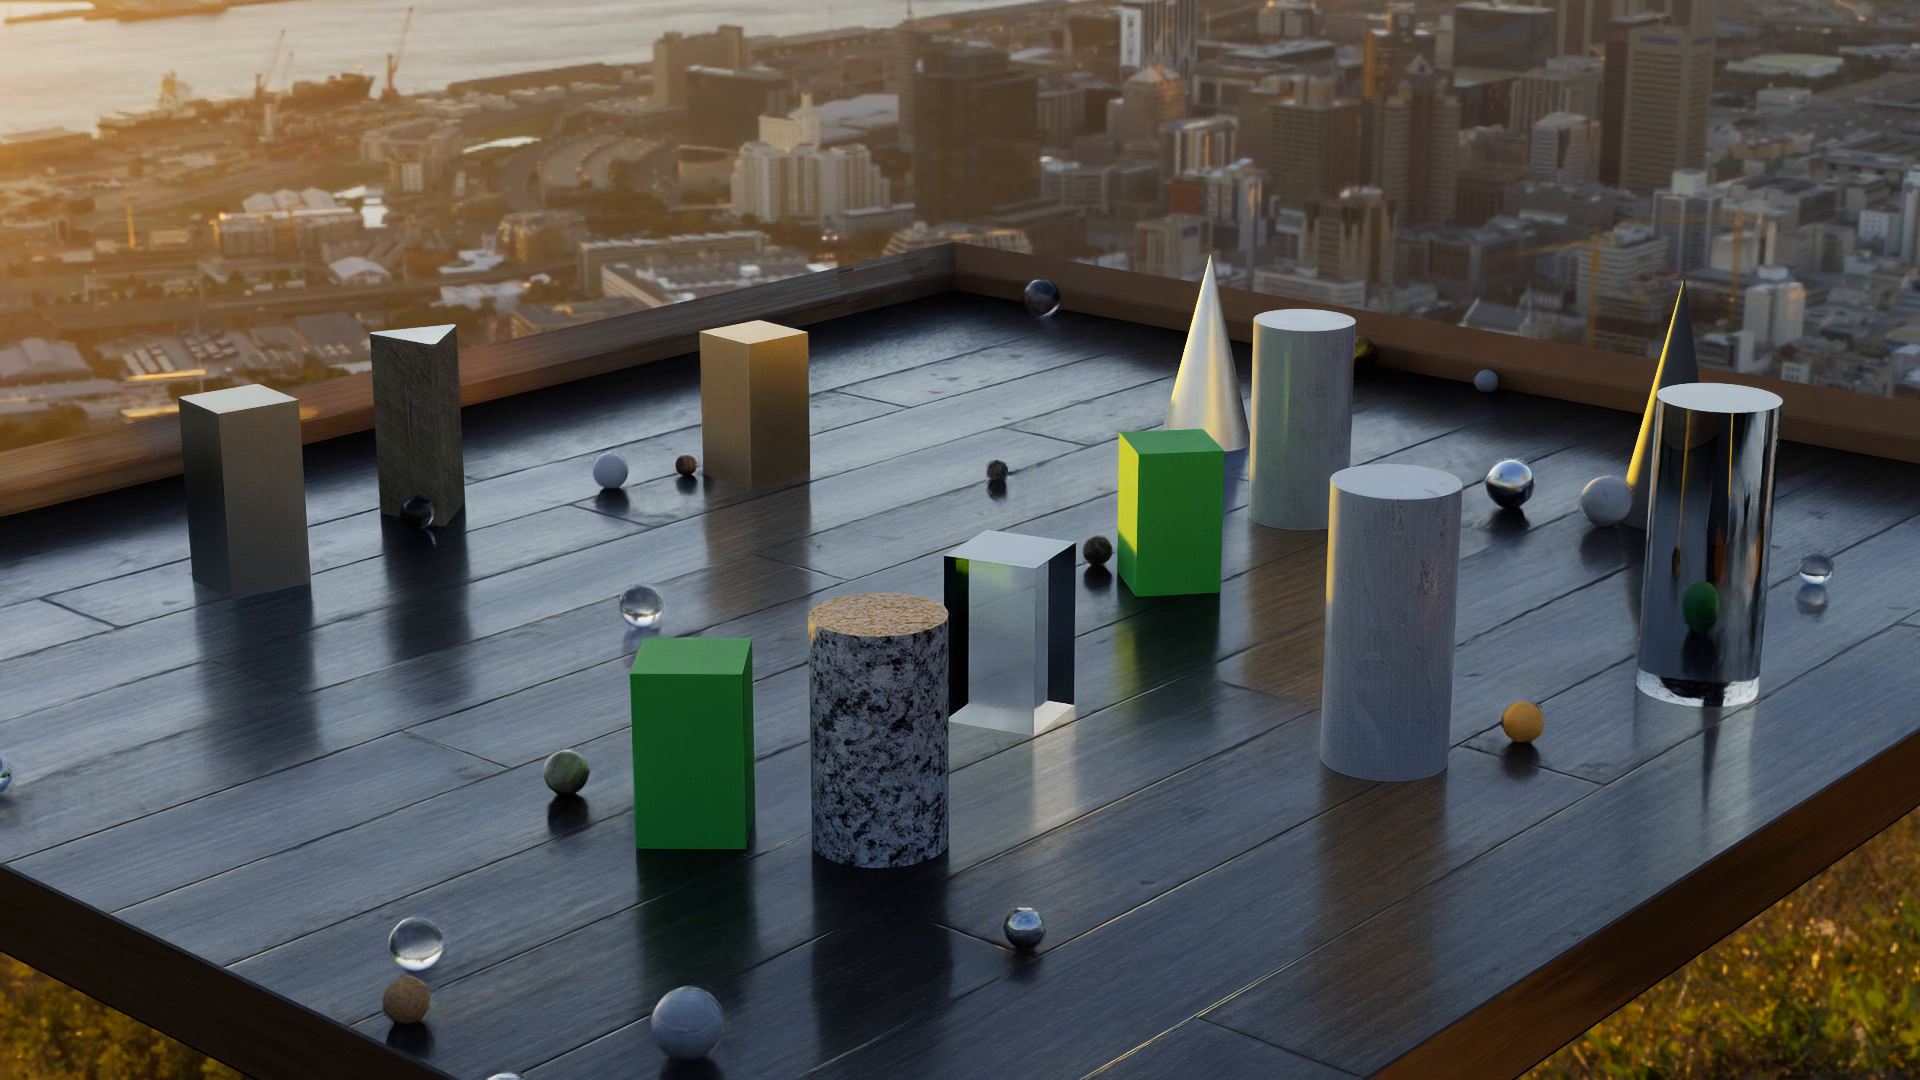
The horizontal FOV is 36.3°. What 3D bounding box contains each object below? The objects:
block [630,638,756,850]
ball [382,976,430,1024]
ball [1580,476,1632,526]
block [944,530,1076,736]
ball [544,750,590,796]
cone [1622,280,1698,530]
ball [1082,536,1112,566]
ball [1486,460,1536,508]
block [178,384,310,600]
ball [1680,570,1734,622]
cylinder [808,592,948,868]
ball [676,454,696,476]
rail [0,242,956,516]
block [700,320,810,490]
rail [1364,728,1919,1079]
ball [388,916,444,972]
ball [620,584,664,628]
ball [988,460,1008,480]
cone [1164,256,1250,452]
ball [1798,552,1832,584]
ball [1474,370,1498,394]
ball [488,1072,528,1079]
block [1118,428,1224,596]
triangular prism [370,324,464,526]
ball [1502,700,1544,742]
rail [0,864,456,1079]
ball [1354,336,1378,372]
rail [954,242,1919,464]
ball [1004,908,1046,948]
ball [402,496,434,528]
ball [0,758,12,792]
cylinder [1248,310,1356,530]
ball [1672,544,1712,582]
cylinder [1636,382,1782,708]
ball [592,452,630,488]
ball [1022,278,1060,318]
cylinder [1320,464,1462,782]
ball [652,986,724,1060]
[{"bbox_3d":[-0.369,0.281,4.069,0.152,0.255,0.152,0,17,1],"label":"block"},{"bbox_3d":[-0.663,0.551,3.516,0.057,0.057,0.057,0,17,0],"label":"ball"},{"bbox_3d":[1.215,-0.072,5.516,0.095,0.095,0.095,0,17,0],"label":"ball"},{"bbox_3d":[0.077,0.141,4.513,0.152,0.266,0.152,8,19,25],"label":"block"},{"bbox_3d":[-0.566,0.335,4.219,0.065,0.065,0.065,0,17,0],"label":"ball"},{"bbox_3d":[1.344,-0.266,5.508,0.190,0.469,0.190,0,17,0],"label":"cone"},{"bbox_3d":[0.248,0.019,5.283,0.054,0.054,0.054,0,17,0],"label":"ball"},{"bbox_3d":[1.058,-0.107,5.634,0.093,0.093,0.093,0,17,0],"label":"ball"},{"bbox_3d":[-1.255,-0.086,5.149,0.152,0.334,0.152,-14,22,-38],"label":"block"},{"bbox_3d":[1.269,0.094,4.978,0.087,0.087,0.087,0,17,0],"label":"ball"},{"bbox_3d":[-0.110,0.258,4.013,0.190,0.331,0.190,0,17,0],"label":"cylinder"},{"bbox_3d":[-0.548,-0.151,5.866,0.043,0.043,0.043,0,17,0],"label":"ball"},{"bbox_3d":[-1.256,-0.285,6.165,0.045,0.123,3.841,14,22,39],"label":"rail"},{"bbox_3d":[-0.407,-0.270,5.828,0.152,0.293,0.152,-15,23,-41],"label":"block"},{"bbox_3d":[1.256,0.346,4.076,0.045,0.123,3.841,14,22,39],"label":"rail"},{"bbox_3d":[-0.678,0.503,3.655,0.068,0.068,0.068,0,17,0],"label":"ball"},{"bbox_3d":[-0.537,0.112,4.945,0.073,0.073,0.073,0,17,0],"label":"ball"},{"bbox_3d":[0.074,-0.138,5.827,0.040,0.040,0.040,0,17,0],"label":"ball"},{"bbox_3d":[0.514,-0.397,6.072,0.190,0.395,0.190,0,17,0],"label":"cone"},{"bbox_3d":[1.510,0.051,5.175,0.056,0.056,0.056,0,17,0],"label":"ball"},{"bbox_3d":[1.170,-0.352,6.514,0.053,0.053,0.053,0,17,0],"label":"ball"},{"bbox_3d":[-0.502,0.626,3.243,0.073,0.073,0.073,0,17,0],"label":"ball"},{"bbox_3d":[0.369,-0.049,5.158,0.152,0.257,0.152,-3,17,-9],"label":"block"},{"bbox_3d":[-1.002,-0.225,5.576,0.164,0.351,0.142,11,20,33],"label":"triangular prism"},{"bbox_3d":[0.849,0.274,4.423,0.063,0.063,0.063,0,17,0],"label":"ball"},{"bbox_3d":[-1.244,0.445,3.749,3.375,0.123,0.045,14,22,39],"label":"rail"},{"bbox_3d":[0.911,-0.424,6.697,0.084,0.084,0.084,0,17,0],"label":"ball"},{"bbox_3d":[1.244,-0.383,6.492,3.375,0.123,0.045,14,22,39],"label":"rail"},{"bbox_3d":[0.082,0.492,3.720,0.052,0.052,0.052,0,17,0],"label":"ball"},{"bbox_3d":[-1.017,-0.052,5.504,0.062,0.062,0.062,0,17,0],"label":"ball"},{"bbox_3d":[-1.395,0.339,4.222,0.056,0.056,0.056,0,17,0],"label":"ball"},{"bbox_3d":[0.644,-0.229,5.536,0.190,0.382,0.190,0,17,0],"label":"cylinder"},{"bbox_3d":[1.295,0.042,5.183,0.069,0.069,0.069,0,17,0],"label":"ball"},{"bbox_3d":[1.173,0.007,4.598,0.190,0.474,0.190,0,17,0],"label":"cylinder"},{"bbox_3d":[-0.687,-0.137,5.771,0.071,0.071,0.071,0,17,0],"label":"ball"},{"bbox_3d":[0.202,-0.599,7.257,0.095,0.095,0.095,0,17,0],"label":"ball"},{"bbox_3d":[0.631,0.120,4.303,0.190,0.428,0.190,0,17,0],"label":"cylinder"},{"bbox_3d":[-0.318,0.564,3.426,0.085,0.085,0.085,0,17,0],"label":"ball"}]
